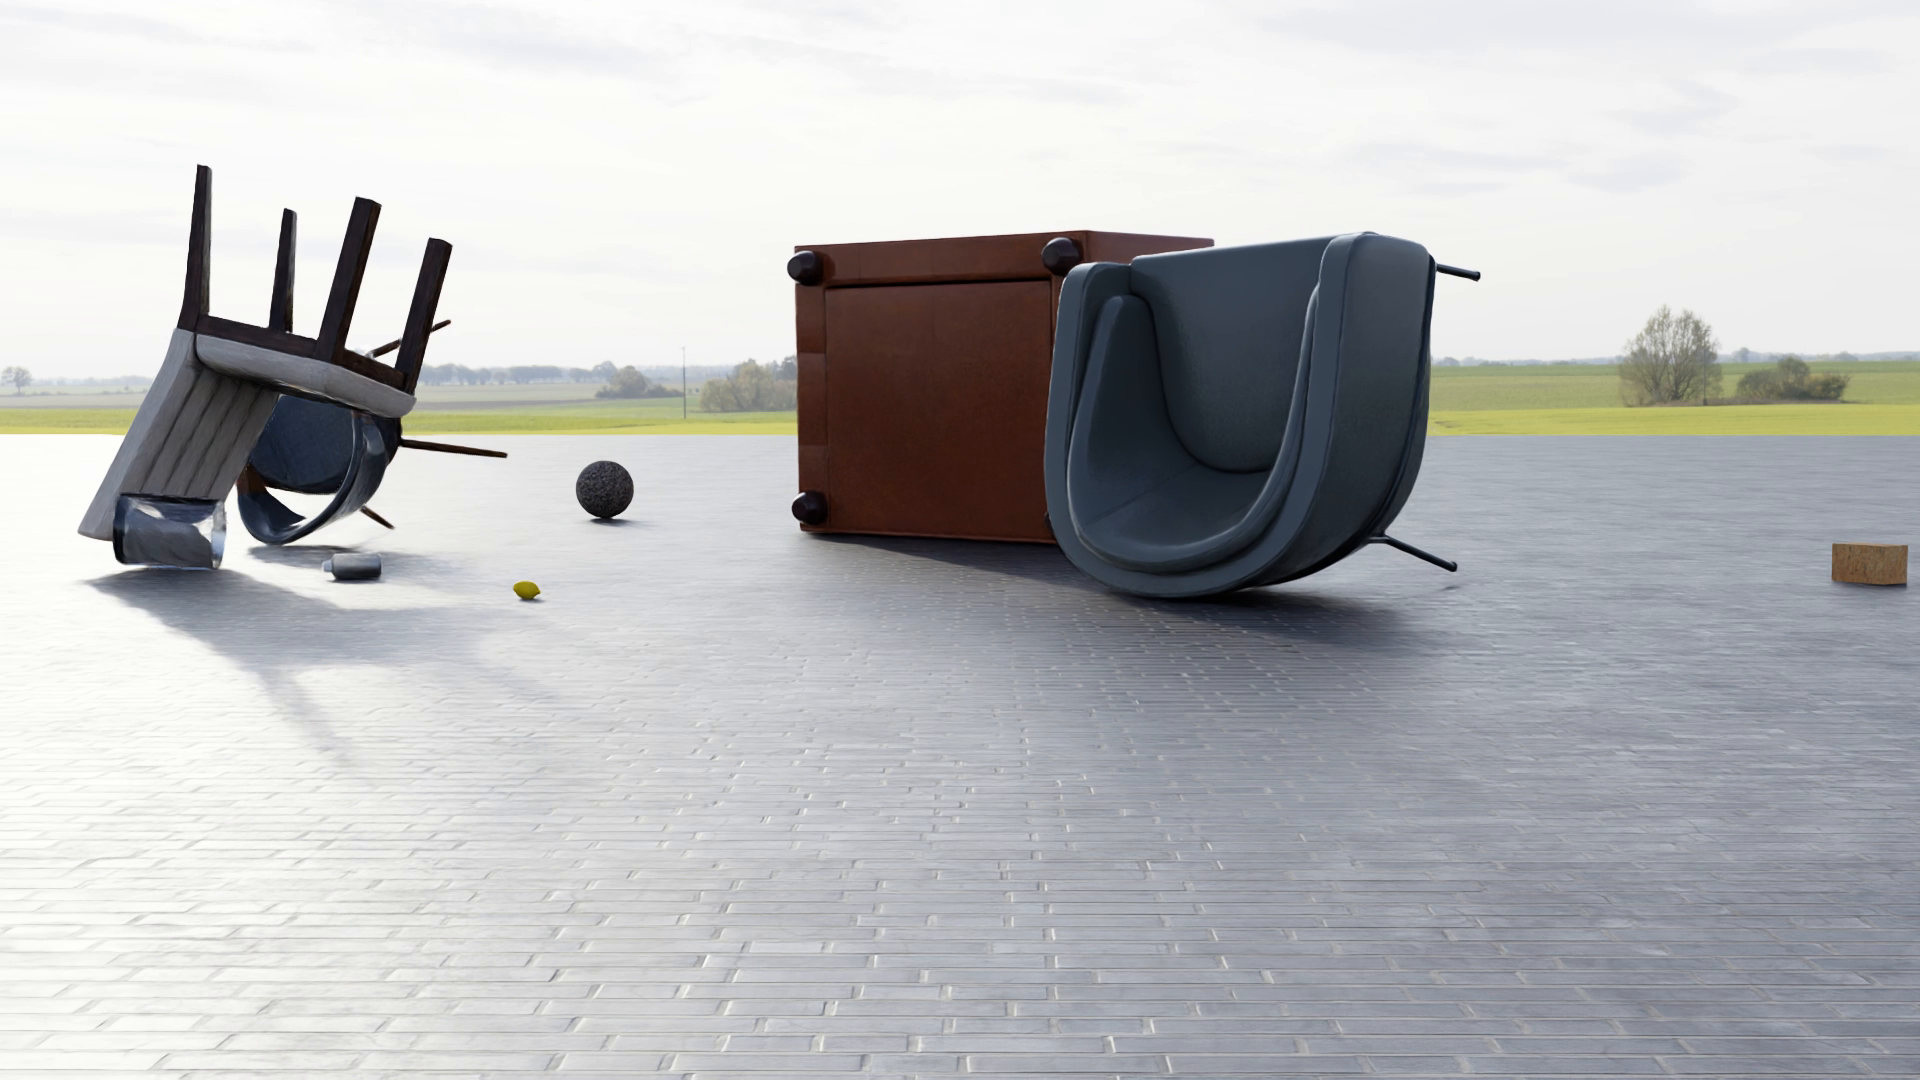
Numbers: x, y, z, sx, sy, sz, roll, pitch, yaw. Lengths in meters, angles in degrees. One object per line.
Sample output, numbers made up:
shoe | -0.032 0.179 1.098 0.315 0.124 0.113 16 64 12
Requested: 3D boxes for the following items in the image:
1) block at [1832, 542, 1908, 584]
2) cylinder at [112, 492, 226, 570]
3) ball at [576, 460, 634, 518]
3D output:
block | 2.122 0.053 5.130 0.093 0.088 0.134 -3 5 -35
cylinder | -1.944 -0.020 5.415 0.230 0.178 0.169 4 18 -7
ball | -1.237 -0.177 7.655 0.202 0.202 0.202 0 4 0
